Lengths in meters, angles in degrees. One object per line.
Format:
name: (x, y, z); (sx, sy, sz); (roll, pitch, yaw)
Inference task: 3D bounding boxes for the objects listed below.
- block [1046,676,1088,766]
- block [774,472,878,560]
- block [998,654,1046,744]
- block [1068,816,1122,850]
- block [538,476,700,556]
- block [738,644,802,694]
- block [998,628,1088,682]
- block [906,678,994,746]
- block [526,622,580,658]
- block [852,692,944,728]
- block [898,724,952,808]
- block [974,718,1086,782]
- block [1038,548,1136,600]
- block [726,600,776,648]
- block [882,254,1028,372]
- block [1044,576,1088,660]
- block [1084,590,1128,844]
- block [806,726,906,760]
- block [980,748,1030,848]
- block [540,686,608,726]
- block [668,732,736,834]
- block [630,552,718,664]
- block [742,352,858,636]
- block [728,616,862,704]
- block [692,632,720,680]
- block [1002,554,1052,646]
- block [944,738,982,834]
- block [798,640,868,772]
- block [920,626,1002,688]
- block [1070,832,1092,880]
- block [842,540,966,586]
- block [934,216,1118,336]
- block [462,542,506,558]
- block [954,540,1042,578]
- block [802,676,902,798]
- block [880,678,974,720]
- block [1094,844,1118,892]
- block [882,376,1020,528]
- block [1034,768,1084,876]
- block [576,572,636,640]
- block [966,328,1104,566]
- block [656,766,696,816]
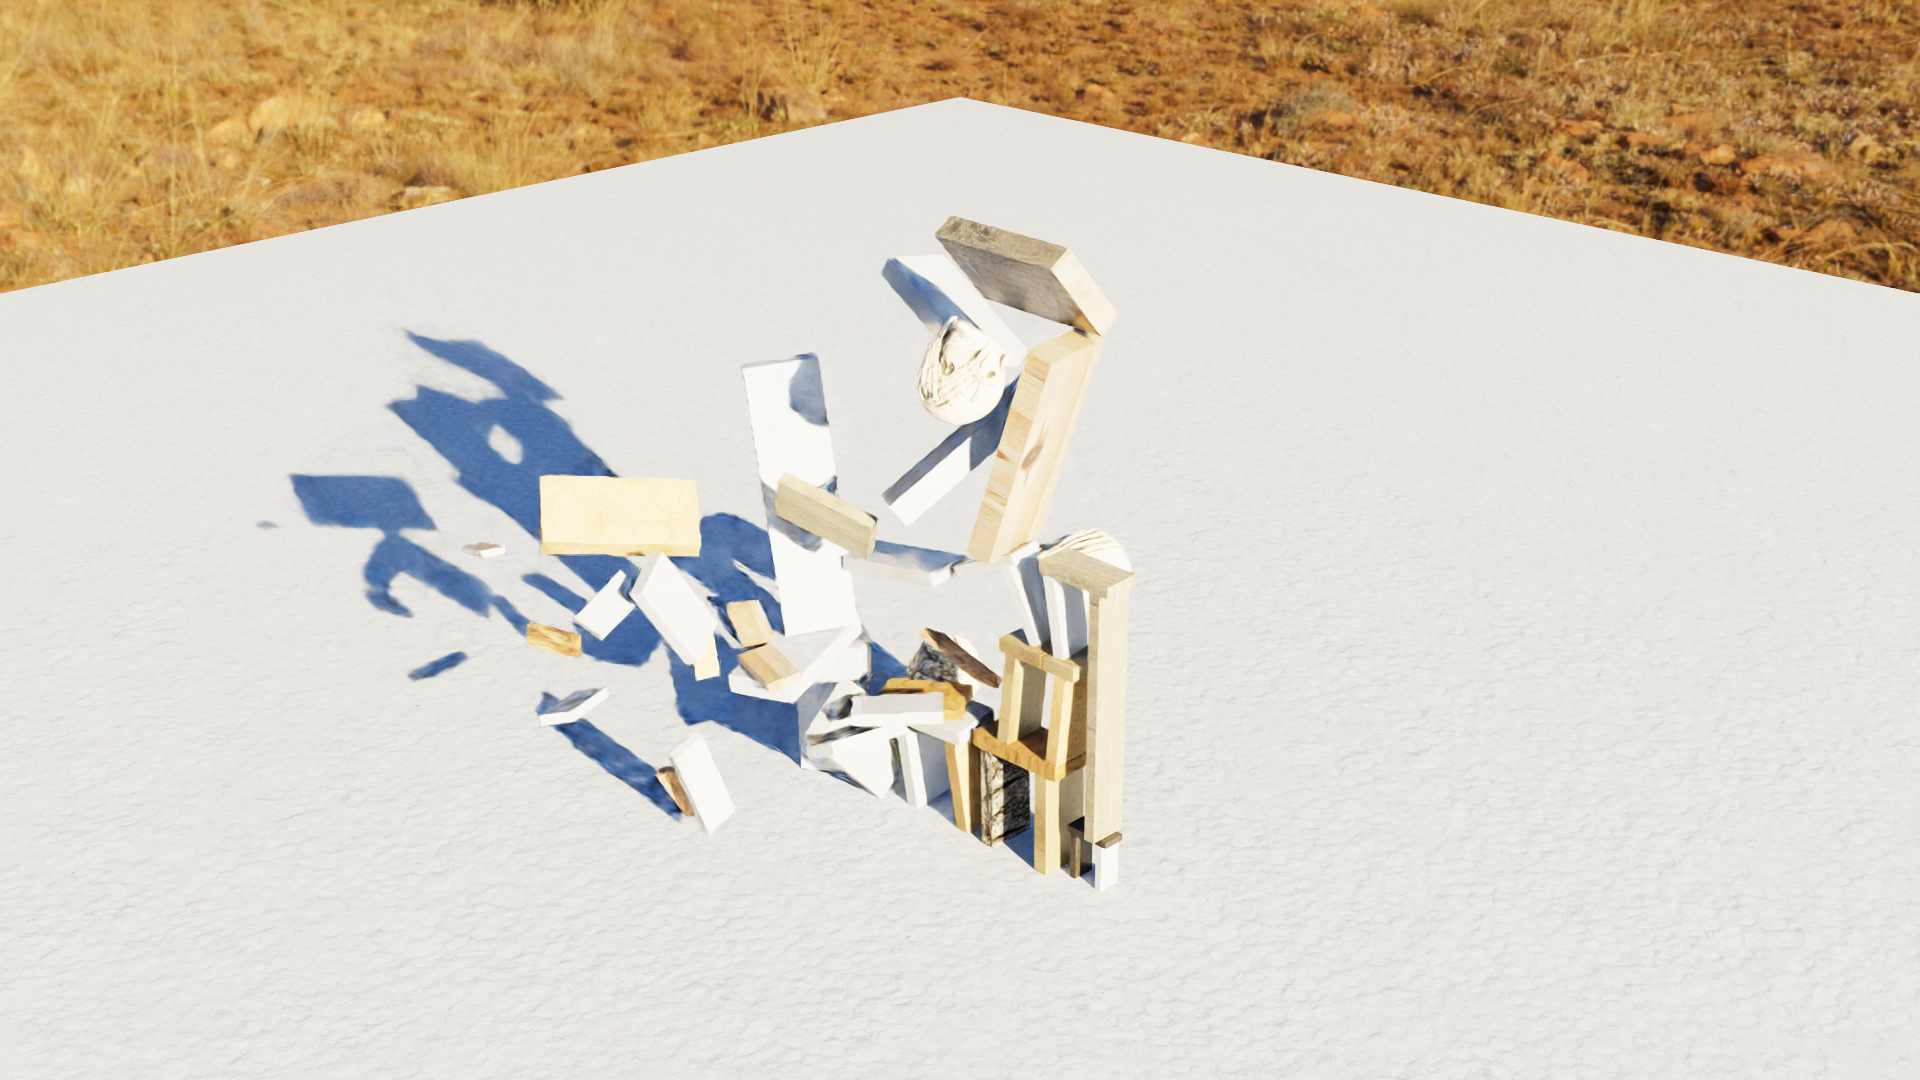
block: (0.211, 0.325, 4.126); (0.095, 0.190, 0.027); (-22, 38, -40)
block: (-0.255, -0.046, 4.185); (0.203, 0.102, 0.029); (26, 55, 11)
block: (0.121, 0.290, 4.209); (0.095, 0.190, 0.027); (-22, 38, -40)
block: (0.256, 0.556, 4.183); (0.097, 0.014, 0.049); (21, 31, 41)
block: (-0.649, -0.045, 4.193); (0.297, 0.042, 0.148); (1, 59, -16)
block: (-0.376, 0.253, 4.343); (0.072, 0.020, 0.143); (-19, 30, -22)
block: (0.174, 0.210, 4.118); (0.095, 0.027, 0.190); (-22, 31, -39)
block: (-0.045, 0.341, 4.363); (0.211, 0.030, 0.105); (18, 37, 39)
block: (-0.787, 0.194, 4.262); (0.111, 0.047, 0.013); (13, 30, 19)
block: (-0.119, 0.327, 4.242); (0.175, 0.025, 0.088); (-2, 20, 0)
block: (-0.071, 0.429, 4.463); (0.105, 0.211, 0.030); (-29, 34, -35)
block: (0.139, 0.398, 4.237); (0.212, 0.030, 0.106); (21, 32, 40)
block: (0.231, 0.060, 3.993); (0.162, 0.023, 0.081); (22, 32, 38)
block: (-0.417, 0.169, 4.397); (0.064, 0.128, 0.018); (-8, 49, 10)
block: (-0.013, -0.453, 4.359); (0.148, 0.042, 0.297); (-11, 51, -43)
block: (0.197, 0.130, 4.061); (0.023, 0.162, 0.081); (7, 23, 39)
block: (0.270, 0.322, 4.066); (0.081, 0.510, 0.023); (-21, 31, -41)
block: (-0.202, 0.389, 4.276); (0.178, 0.025, 0.088); (-13, -2, -39)
block: (0.090, 0.490, 4.331); (0.106, 0.212, 0.030); (-22, 31, -40)
block: (-0.741, 0.319, 4.228); (0.072, 0.020, 0.143); (-8, 12, 21)
block: (-0.494, 0.468, 4.223); (0.020, 0.228, 0.072); (27, 58, 36)
block: (-0.533, 0.128, 4.107); (0.029, 0.203, 0.102); (-6, 45, 31)
block: (-0.317, -0.087, 4.389); (0.148, 0.567, 0.042); (-10, 21, -6)
block: (-0.331, 0.229, 4.447); (0.143, 0.040, 0.285); (8, 31, 26)
block: (-0.496, 0.220, 4.252); (0.047, 0.094, 0.013); (-12, 12, -19)
block: (0.136, 0.112, 4.119); (0.022, 0.158, 0.079); (-14, 9, 44)
block: (0.030, 0.467, 4.373); (0.105, 0.211, 0.030); (-29, 33, -35)
block: (-0.263, 0.345, 4.575); (0.143, 0.285, 0.040); (4, 21, 15)
block: (0.002, 0.235, 4.395); (0.174, 0.022, 0.079); (36, 7, 34)
block: (0.233, 0.598, 4.226); (0.049, 0.097, 0.014); (-21, 31, -41)
block: (-0.110, 0.045, 4.367); (0.250, 0.029, 0.102); (9, 26, 43)
block: (0.117, -0.478, 3.957); (0.050, 0.177, 0.354); (-50, 38, -11)
block: (-0.891, 0.018, 4.112); (0.047, 0.013, 0.094); (-12, 12, -35)
block: (0.070, 0.036, 4.141); (0.158, 0.022, 0.079); (-13, 11, 46)
block: (-0.196, 0.400, 4.423); (0.040, 0.285, 0.143); (25, 76, 36)
block: (-0.070, 0.315, 4.354); (0.176, 0.025, 0.088); (3, 34, 19)
block: (0.279, 0.616, 4.184); (0.049, 0.097, 0.014); (-21, 31, -41)
block: (0.010, -0.171, 4.110); (0.354, 0.050, 0.177); (-41, 11, 0)
block: (0.191, 0.530, 4.238); (0.106, 0.212, 0.030); (-22, 31, -40)
block: (-0.647, 0.122, 4.082); (0.064, 0.018, 0.128); (34, 61, 12)
block: (0.135, -0.170, 3.993); (0.050, 0.436, 0.177); (32, 36, 22)
block: (-0.536, 0.489, 4.304); (0.064, 0.128, 0.018); (-14, 39, 20)
